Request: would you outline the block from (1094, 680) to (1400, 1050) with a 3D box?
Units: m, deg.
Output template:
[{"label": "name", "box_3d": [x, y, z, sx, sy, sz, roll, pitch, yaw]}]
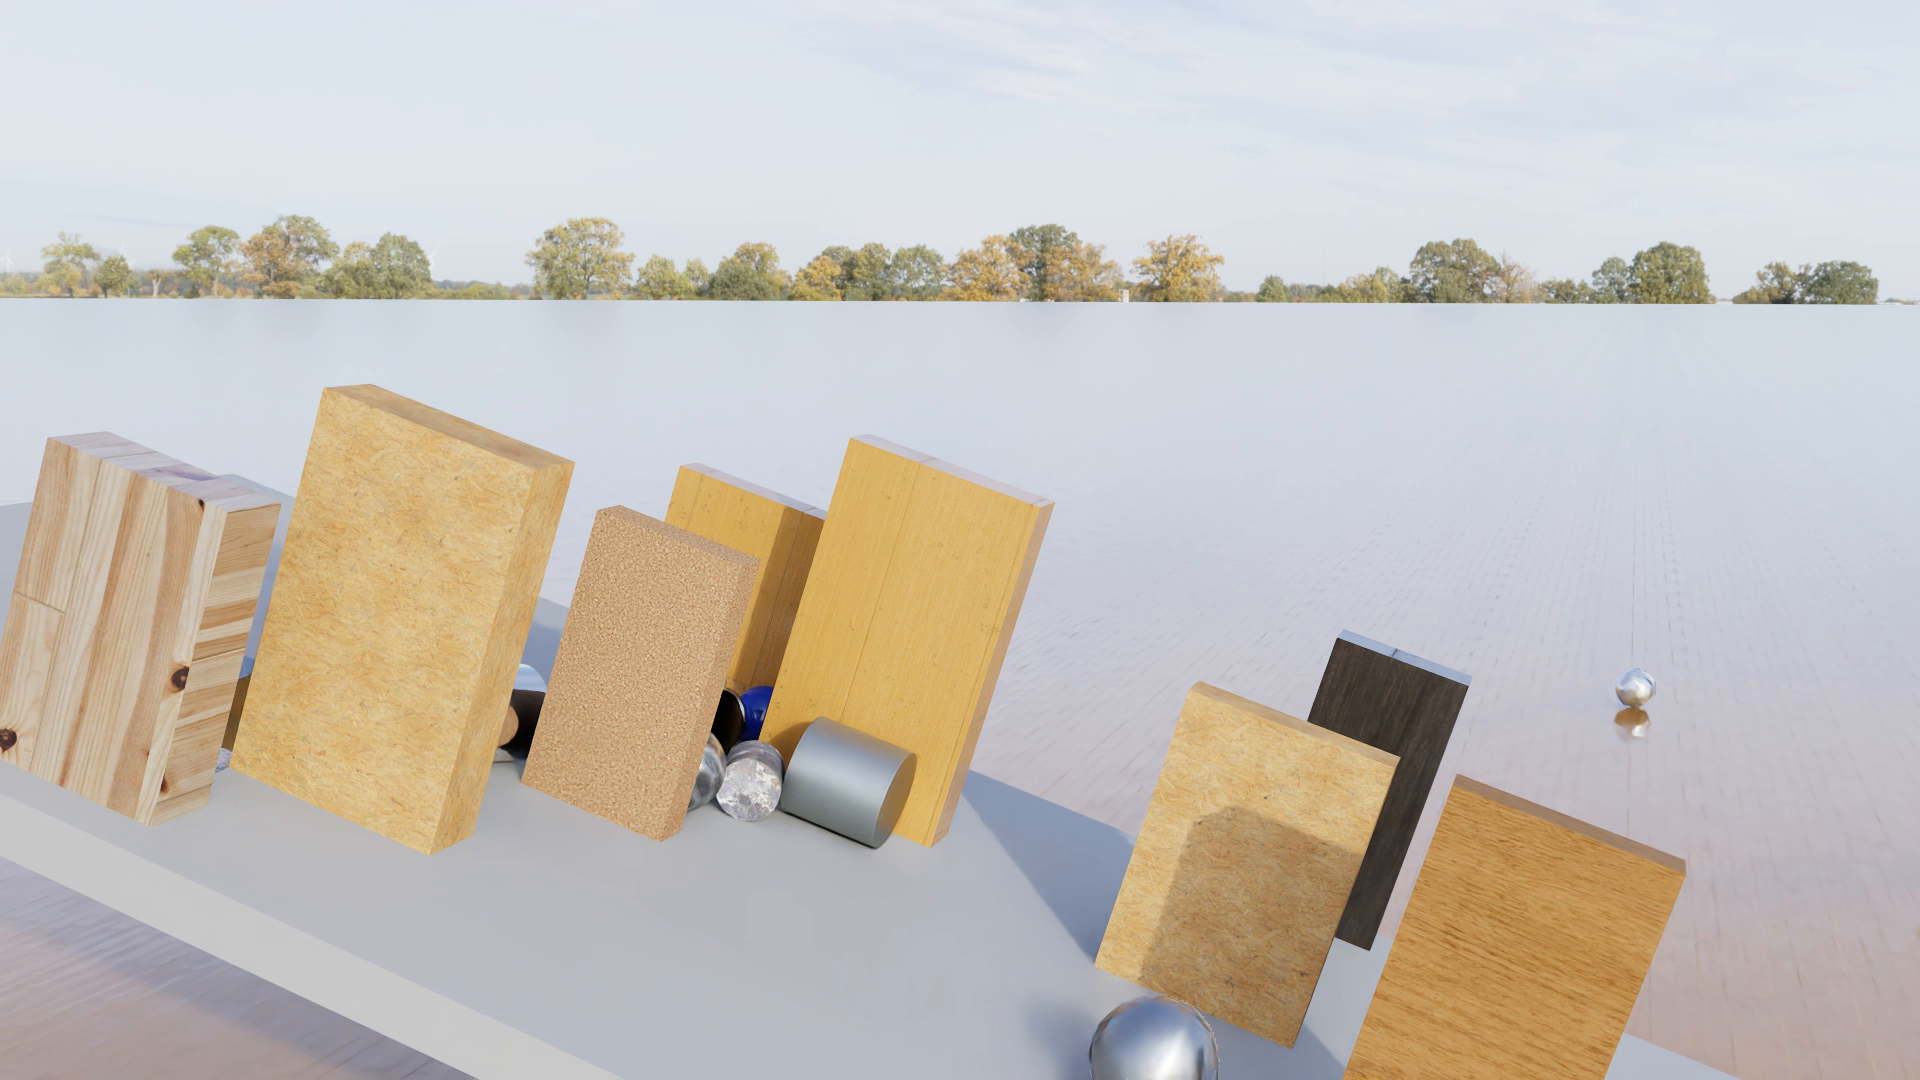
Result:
[{"label": "block", "box_3d": [0.537, 0.609, 4.144, 0.401, 0.576, 0.096, 21, 12, 14]}]

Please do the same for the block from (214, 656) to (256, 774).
[{"label": "block", "box_3d": [-1.348, 0.290, 3.840, 0.179, 0.179, 0.179, 19, 12, 8]}]

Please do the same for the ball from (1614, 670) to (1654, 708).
[{"label": "ball", "box_3d": [2.890, 0.638, 9.427, 0.159, 0.159, 0.159, 0, 7, 0]}]

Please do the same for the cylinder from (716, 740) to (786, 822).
[{"label": "cylinder", "box_3d": [-0.420, 0.484, 4.428, 0.128, 0.128, 0.128, 0, 12, 0]}]

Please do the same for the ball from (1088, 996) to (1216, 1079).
[{"label": "ball", "box_3d": [0.316, 0.853, 3.606, 0.209, 0.209, 0.209, 0, 7, 0]}]

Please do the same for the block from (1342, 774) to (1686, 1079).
[{"label": "block", "box_3d": [0.834, 0.773, 3.471, 0.366, 0.721, 0.086, 21, 12, 14]}]

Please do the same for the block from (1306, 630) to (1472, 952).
[{"label": "block", "box_3d": [0.865, 0.544, 4.798, 0.294, 0.626, 0.115, 21, 12, 14]}]

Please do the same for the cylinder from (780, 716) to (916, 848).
[{"label": "cylinder", "box_3d": [-0.225, 0.493, 4.478, 0.207, 0.207, 0.207, 20, 12, 13]}]

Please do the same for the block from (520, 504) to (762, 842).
[{"label": "block", "box_3d": [-0.606, 0.251, 4.163, 0.304, 0.560, 0.096, 21, 12, 14]}]

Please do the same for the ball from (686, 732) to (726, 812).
[{"label": "ball", "box_3d": [-0.546, 0.444, 4.311, 0.176, 0.176, 0.176, 0, 7, 0]}]

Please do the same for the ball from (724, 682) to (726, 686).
[{"label": "ball", "box_3d": [-0.608, 0.302, 4.831, 0.191, 0.191, 0.191, 0, 7, 0]}]

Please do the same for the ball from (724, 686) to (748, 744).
[{"label": "ball", "box_3d": [-0.527, 0.381, 4.707, 0.144, 0.144, 0.144, 0, 7, 0]}]

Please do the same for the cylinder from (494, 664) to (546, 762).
[{"label": "cylinder", "box_3d": [-0.923, 0.333, 4.237, 0.189, 0.189, 0.189, 6, 1, 41]}]

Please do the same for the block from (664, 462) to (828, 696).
[{"label": "block", "box_3d": [-0.500, 0.140, 4.927, 0.405, 0.519, 0.092, 21, 12, 14]}]

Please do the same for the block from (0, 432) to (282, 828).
[{"label": "block", "box_3d": [-1.362, 0.141, 3.603, 0.349, 0.546, 0.144, 21, 12, 14]}]

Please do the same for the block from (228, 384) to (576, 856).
[{"label": "block", "box_3d": [-0.972, 0.133, 3.815, 0.415, 0.705, 0.146, 21, 12, 14]}]

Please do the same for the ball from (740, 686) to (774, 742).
[{"label": "ball", "box_3d": [-0.429, 0.389, 4.811, 0.143, 0.143, 0.143, 0, 7, 0]}]

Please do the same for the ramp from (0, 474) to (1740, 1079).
[{"label": "ramp", "box_3d": [-0.355, 0.671, 4.225, 4.000, 0.100, 2.000, 21, 12, 14]}]

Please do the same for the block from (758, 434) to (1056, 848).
[{"label": "block", "box_3d": [-0.126, 0.207, 4.586, 0.425, 0.754, 0.119, 21, 12, 14]}]

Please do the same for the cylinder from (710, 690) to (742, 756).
[{"label": "cylinder", "box_3d": [-0.595, 0.363, 4.547, 0.202, 0.202, 0.202, 25, 20, 33]}]
